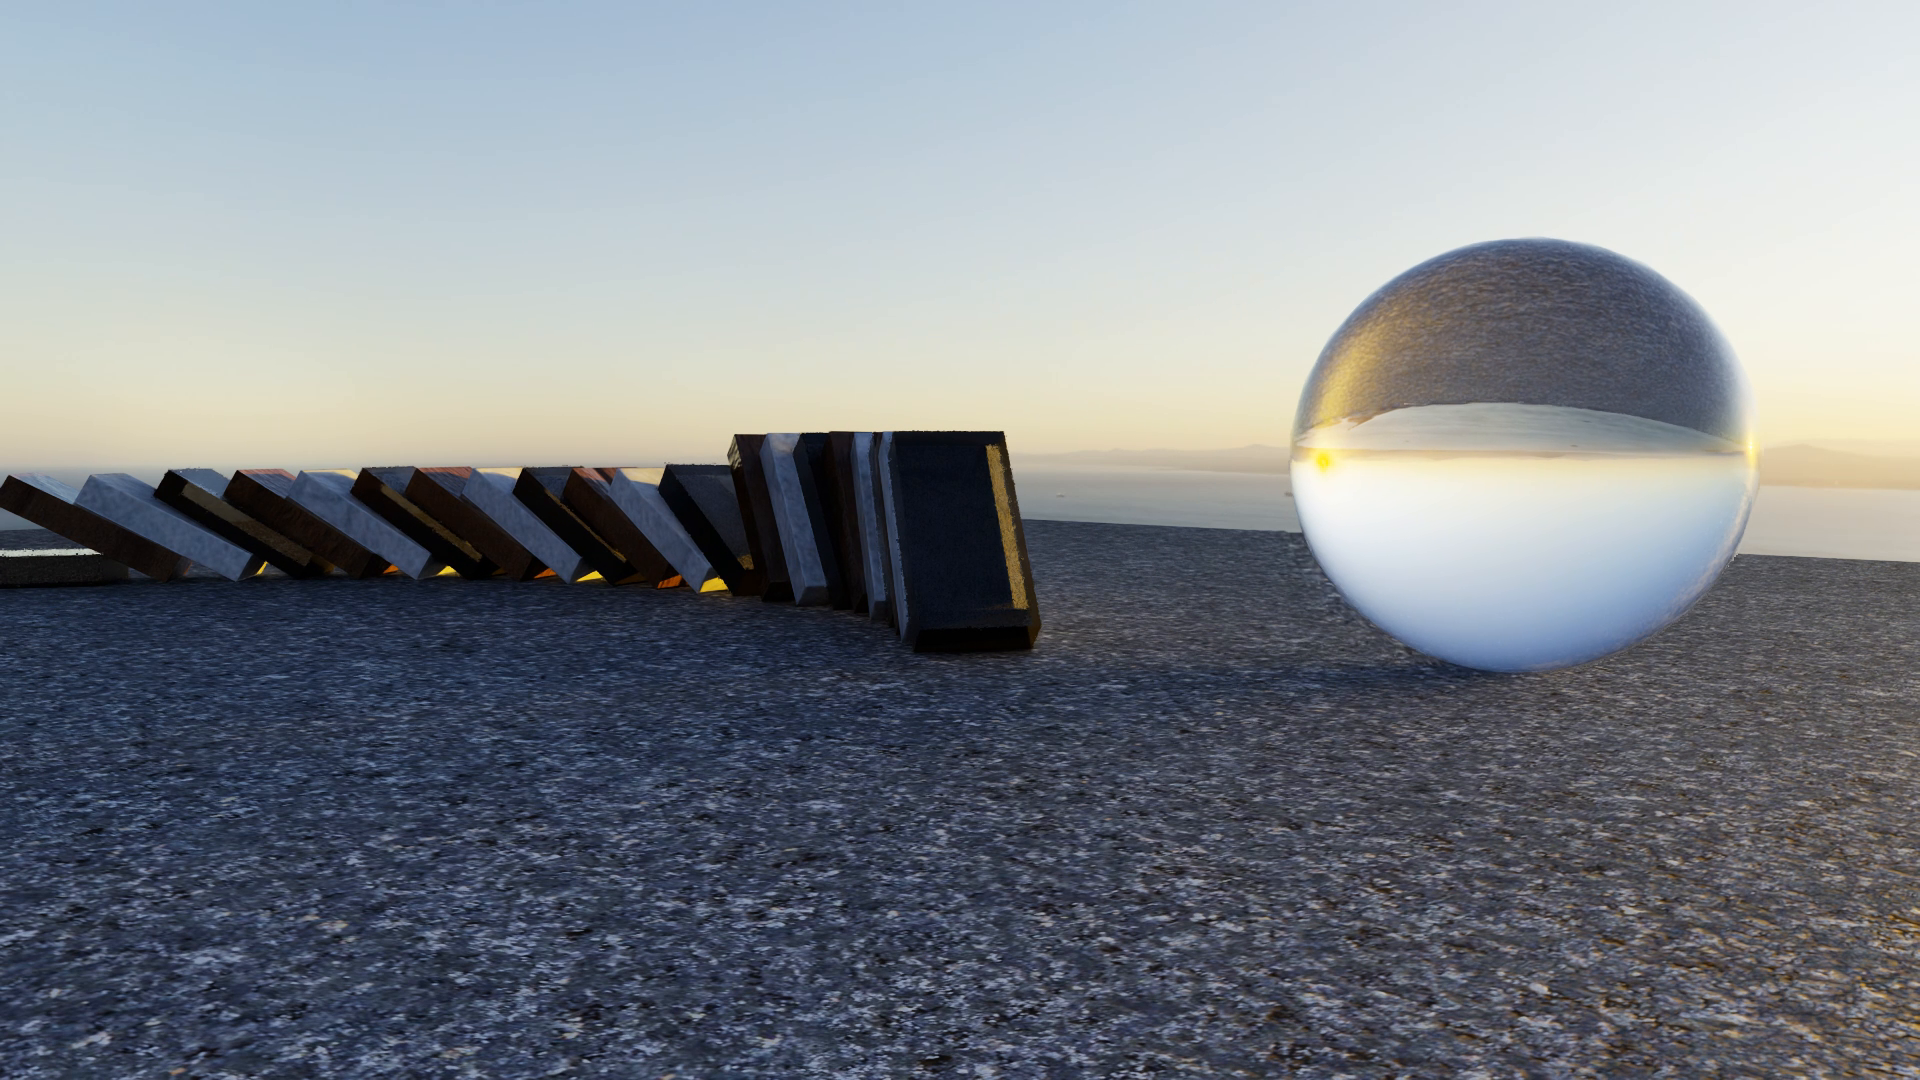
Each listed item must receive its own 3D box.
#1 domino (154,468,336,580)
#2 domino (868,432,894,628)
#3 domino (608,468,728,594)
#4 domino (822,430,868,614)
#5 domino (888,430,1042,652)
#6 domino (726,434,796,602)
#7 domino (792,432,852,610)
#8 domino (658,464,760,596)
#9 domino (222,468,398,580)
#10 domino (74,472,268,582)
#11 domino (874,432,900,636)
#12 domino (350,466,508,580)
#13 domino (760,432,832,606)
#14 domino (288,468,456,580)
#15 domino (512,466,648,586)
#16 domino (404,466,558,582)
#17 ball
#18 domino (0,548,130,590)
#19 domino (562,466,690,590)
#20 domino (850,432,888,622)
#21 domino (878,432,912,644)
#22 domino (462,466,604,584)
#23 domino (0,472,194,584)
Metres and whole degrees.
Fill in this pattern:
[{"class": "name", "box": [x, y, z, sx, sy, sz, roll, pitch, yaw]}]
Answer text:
[{"class": "domino", "box": [-0.226, -0.006, 0.410, 0.050, 0.009, 0.025, 32, 1, -5]}, {"class": "domino", "box": [-0.007, -0.003, 0.309, 0.025, 0.050, 0.010, -1, -33, -13]}, {"class": "domino", "box": [-0.080, -0.004, 0.383, 0.050, 0.010, 0.025, 42, 28, 29]}, {"class": "domino", "box": [-0.019, -0.005, 0.333, 0.025, 0.050, 0.009, -1, -33, -22]}, {"class": "domino", "box": [0.000, -0.001, 0.274, 0.025, 0.050, 0.010, -1, -33, -13]}, {"class": "domino", "box": [-0.047, -0.007, 0.360, 0.025, 0.050, 0.010, -2, -34, -27]}, {"class": "domino", "box": [-0.026, -0.006, 0.343, 0.025, 0.050, 0.009, -2, -32, -27]}, {"class": "domino", "box": [-0.065, -0.004, 0.373, 0.025, 0.009, 0.050, -2, 39, -43]}, {"class": "domino", "box": [-0.207, -0.006, 0.414, 0.050, 0.009, 0.025, 32, 5, 0]}, {"class": "domino", "box": [-0.245, -0.004, 0.403, 0.050, 0.009, 0.025, 30, -3, -13]}, {"class": "domino", "box": [-0.005, -0.002, 0.297, 0.025, 0.050, 0.009, -1, -33, -13]}, {"class": "domino", "box": [-0.168, -0.006, 0.414, 0.050, 0.009, 0.025, 34, 11, 9]}, {"class": "domino", "box": [-0.037, -0.007, 0.351, 0.025, 0.050, 0.009, -2, -32, -27]}, {"class": "domino", "box": [-0.187, -0.006, 0.415, 0.050, 0.009, 0.025, 32, 7, 4]}, {"class": "domino", "box": [-0.113, -0.005, 0.401, 0.050, 0.010, 0.025, 38, 21, 22]}, {"class": "domino", "box": [-0.150, -0.006, 0.411, 0.050, 0.009, 0.025, 35, 13, 12]}, {"class": "ball", "box": [0.102, -0.015, 0.239, 0.080, 0.080, 0.080, 0, 4, 0]}, {"class": "domino", "box": [-0.284, 0.009, 0.388, 0.050, 0.010, 0.025, -1, 4, -17]}, {"class": "domino", "box": [-0.096, -0.004, 0.393, 0.050, 0.009, 0.025, 40, 25, 26]}, {"class": "domino", "box": [-0.012, -0.004, 0.320, 0.025, 0.050, 0.010, -1, -33, -13]}, {"class": "domino", "box": [-0.003, -0.002, 0.286, 0.025, 0.050, 0.009, -1, -33, -13]}, {"class": "domino", "box": [-0.131, -0.005, 0.407, 0.050, 0.010, 0.025, 36, 18, 18]}, {"class": "domino", "box": [-0.264, -0.004, 0.394, 0.050, 0.010, 0.025, 30, -5, -19]}]
